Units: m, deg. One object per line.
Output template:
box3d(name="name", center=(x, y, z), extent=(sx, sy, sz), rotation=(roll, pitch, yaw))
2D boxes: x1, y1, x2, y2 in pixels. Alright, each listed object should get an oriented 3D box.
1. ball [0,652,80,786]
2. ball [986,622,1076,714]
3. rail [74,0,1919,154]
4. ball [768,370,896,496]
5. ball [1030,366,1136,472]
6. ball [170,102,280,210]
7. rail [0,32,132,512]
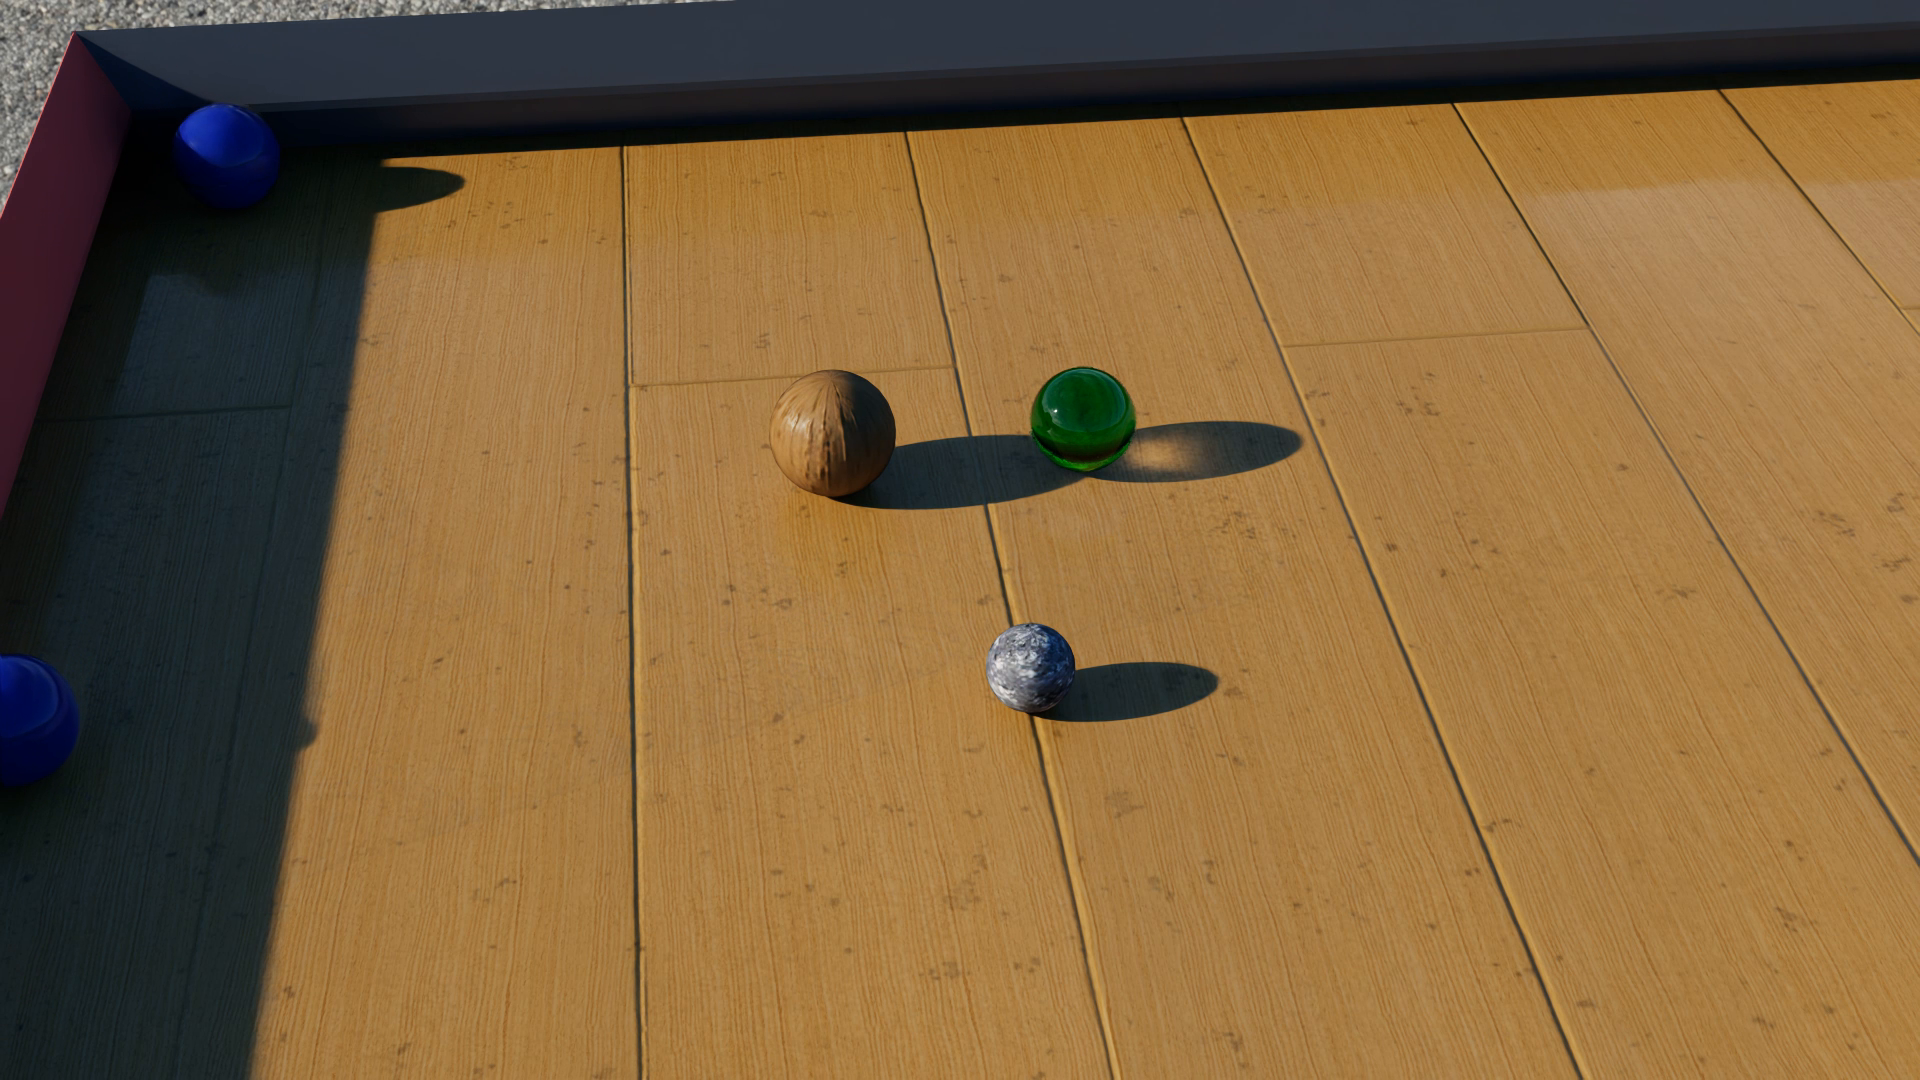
box3d(name="ball", center=(-0.576, 0.109, 1.554), extent=(0.080, 0.080, 0.080), rotation=(0, 36, 0))
box3d(name="ball", center=(0.044, 0.080, 1.614), extent=(0.057, 0.057, 0.057), rotation=(0, 36, 0))
box3d(name="rail", center=(0.593, -0.462, 2.321), extent=(2.708, 0.116, 0.045), rotation=(-4, 36, -5))
box3d(name="ball", center=(-0.090, -0.075, 1.804), extent=(0.090, 0.090, 0.090), rotation=(0, 36, 0))
box3d(name="ball", center=(0.088, -0.086, 1.832), extent=(0.075, 0.075, 0.075), rotation=(0, 36, 0))
box3d(name="ball", center=(-0.616, -0.322, 2.151), extent=(0.088, 0.088, 0.088), rotation=(0, 36, 0))
box3d(name="rail", center=(-0.649, 0.027, 1.636), extent=(0.045, 0.116, 1.435), rotation=(-4, 36, -5))
